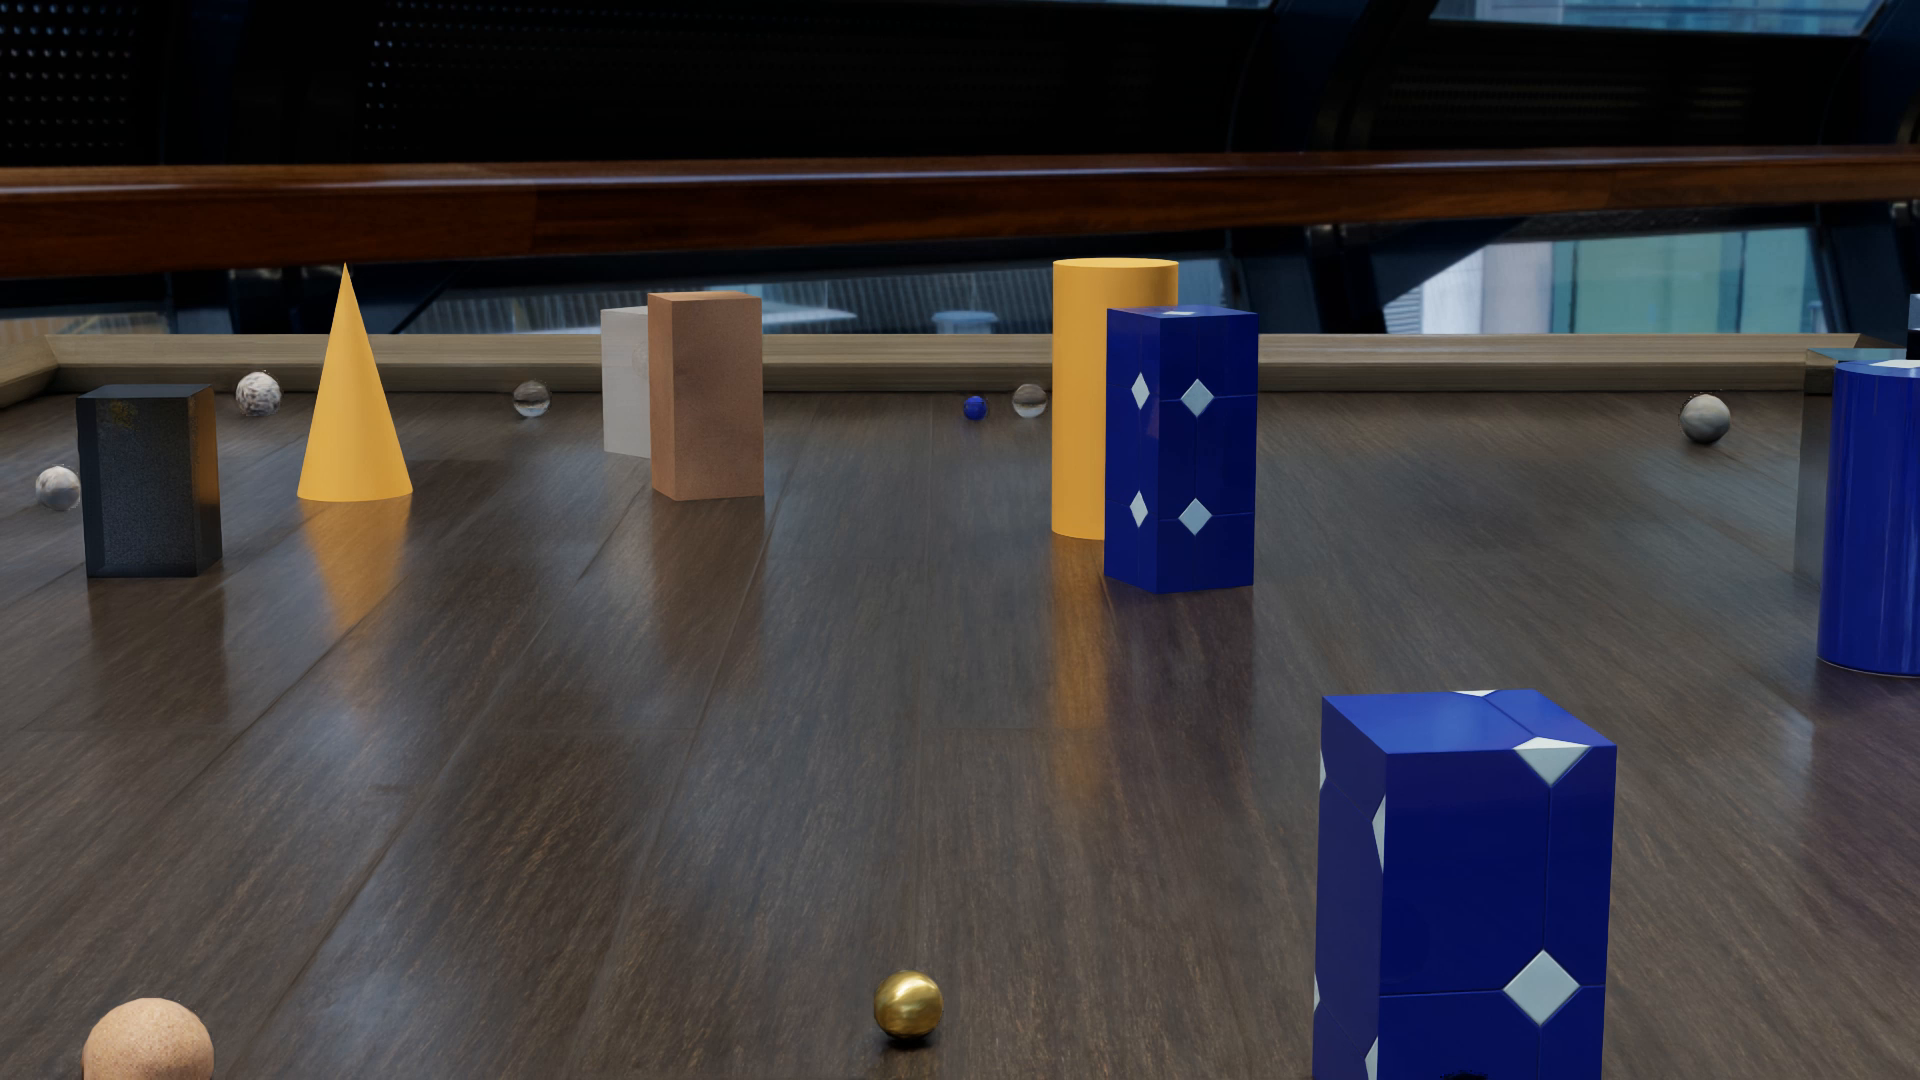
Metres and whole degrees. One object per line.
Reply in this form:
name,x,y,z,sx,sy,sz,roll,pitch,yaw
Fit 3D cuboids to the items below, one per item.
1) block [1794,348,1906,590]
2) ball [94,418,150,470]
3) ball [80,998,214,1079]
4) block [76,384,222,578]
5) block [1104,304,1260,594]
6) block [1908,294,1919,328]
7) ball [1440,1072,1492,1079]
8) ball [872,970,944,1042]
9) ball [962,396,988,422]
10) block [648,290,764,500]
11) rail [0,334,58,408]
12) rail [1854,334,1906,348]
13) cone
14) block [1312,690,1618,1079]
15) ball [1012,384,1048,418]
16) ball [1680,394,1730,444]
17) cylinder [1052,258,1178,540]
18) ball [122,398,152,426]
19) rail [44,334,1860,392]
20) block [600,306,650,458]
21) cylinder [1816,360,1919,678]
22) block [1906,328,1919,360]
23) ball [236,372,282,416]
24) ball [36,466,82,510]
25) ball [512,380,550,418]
block,1.288,-0.100,3.627,0.156,0.325,0.156,0,11,2
ball,-1.519,-0.174,4.652,0.097,0.097,0.097,0,11,0
ball,-0.564,0.363,1.782,0.089,0.089,0.089,0,11,0
block,-1.179,-0.088,3.740,0.156,0.260,0.156,0,11,-3
block,0.312,-0.132,3.637,0.156,0.385,0.156,-5,12,-24
block,1.577,-0.197,4.039,0.156,0.365,0.156,2,11,13
ball,0.334,0.386,1.686,0.071,0.071,0.071,0,11,0
ball,-0.039,0.351,1.938,0.053,0.053,0.053,0,11,0
ball,0.031,-0.271,5.298,0.051,0.051,0.051,0,11,0
block,-0.437,-0.251,4.404,0.156,0.338,0.156,-4,11,-21
rail,-2.022,0.035,3.437,0.045,0.127,4.753,0,11,0
rail,2.022,0.031,3.460,0.045,0.127,4.753,0,11,0
cone,-1.043,-0.277,4.389,0.195,0.396,0.195,0,11,0
block,0.345,0.263,1.781,0.156,0.285,0.156,-1,11,-7
ball,0.145,-0.290,5.343,0.073,0.073,0.073,0,11,0
ball,1.450,-0.235,4.989,0.094,0.094,0.094,0,11,0
cylinder,0.243,-0.225,4.035,0.195,0.422,0.195,0,11,0
ball,-1.670,-0.257,5.203,0.059,0.059,0.059,0,11,0
rail,-0.014,-0.396,5.762,4.092,0.127,0.045,0,11,0
block,-0.568,-0.303,4.872,0.156,0.270,0.156,10,14,43
cylinder,1.164,-0.030,3.147,0.195,0.362,0.195,0,11,0
block,1.339,-0.078,3.341,0.156,0.386,0.156,-5,12,-24
ball,-1.469,-0.305,5.372,0.092,0.092,0.092,0,11,0
ball,-1.491,-0.085,4.241,0.072,0.072,0.072,0,11,0
ball,-0.894,-0.293,5.348,0.077,0.077,0.077,0,11,0
